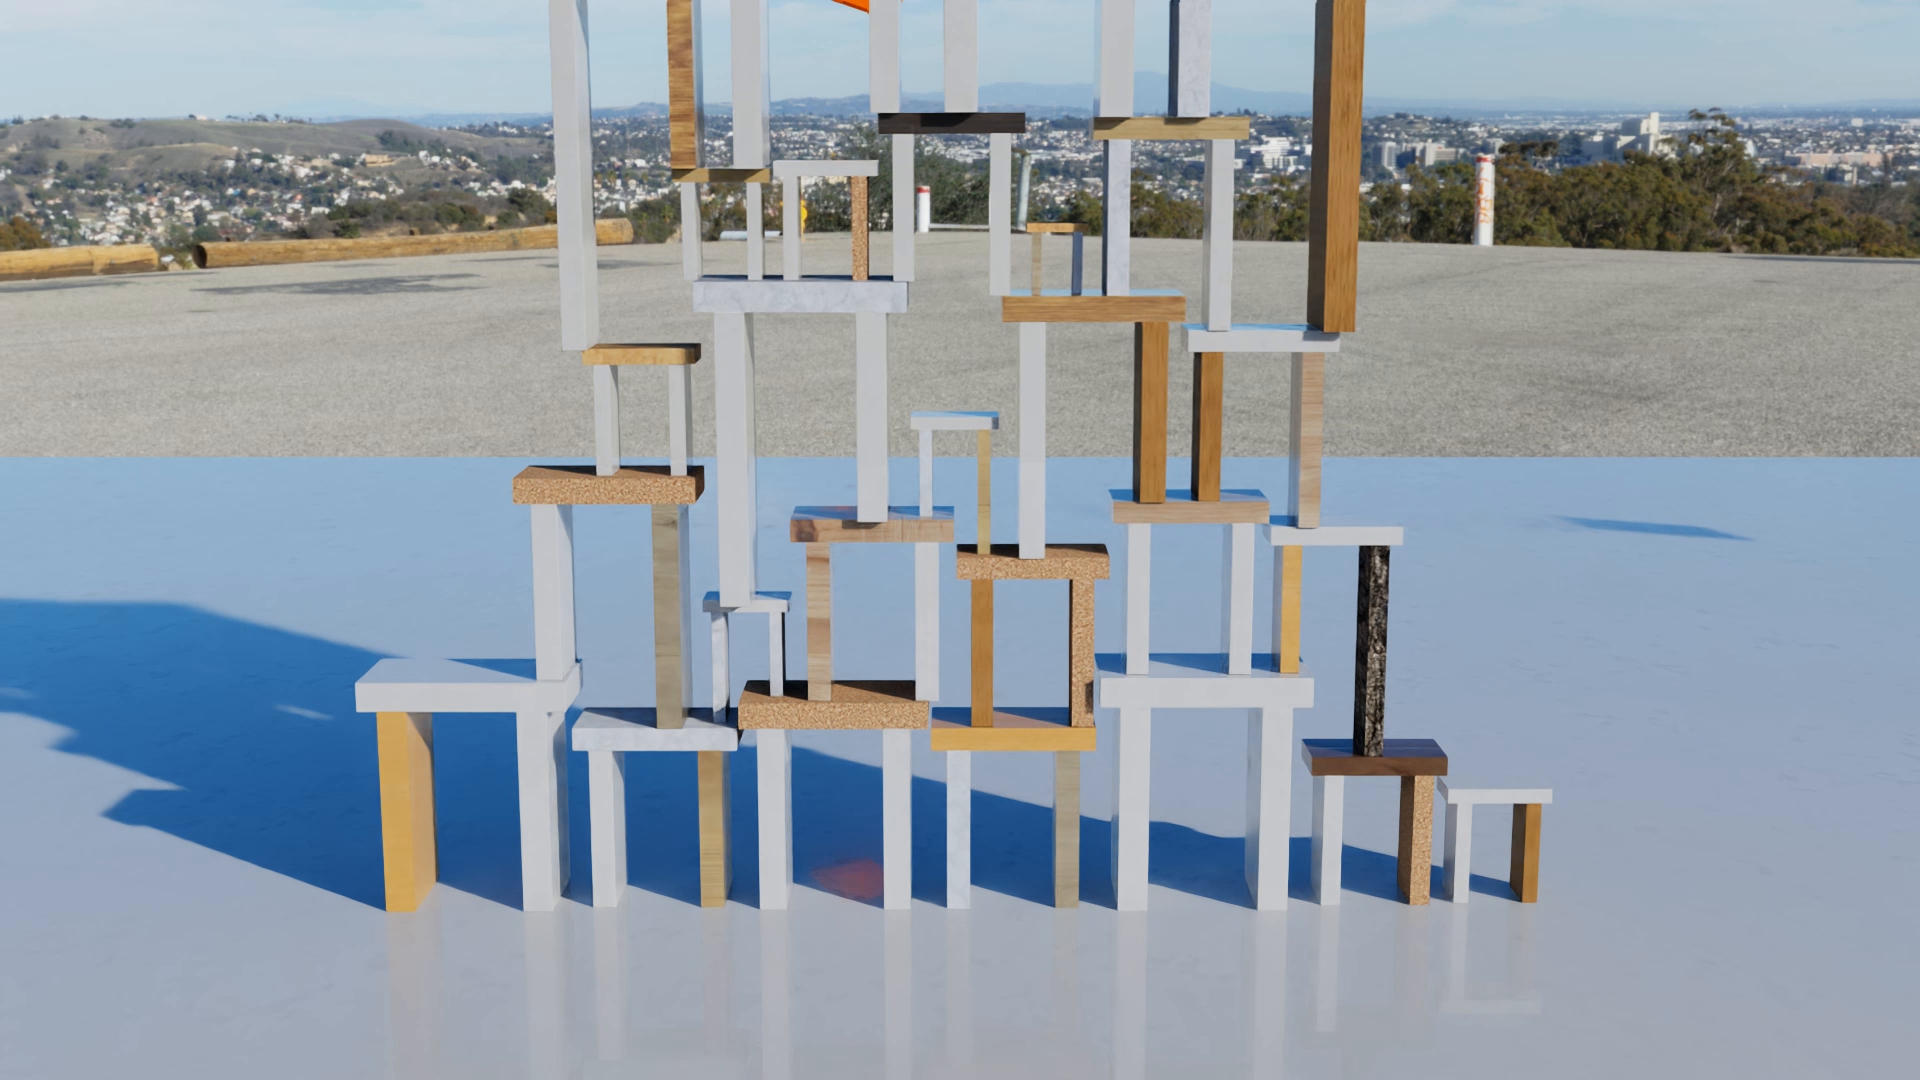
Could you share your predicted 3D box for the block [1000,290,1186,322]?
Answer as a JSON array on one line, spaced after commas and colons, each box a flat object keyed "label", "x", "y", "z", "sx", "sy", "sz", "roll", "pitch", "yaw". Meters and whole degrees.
[{"label": "block", "x": 0.208, "y": -0.373, "z": 3.493, "sx": 0.285, "sy": 0.040, "sz": 0.143, "roll": 0, "pitch": 11, "yaw": 0}]

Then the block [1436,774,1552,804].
[{"label": "block", "x": 0.882, "y": 0.411, "z": 3.634, "sx": 0.170, "sy": 0.024, "sz": 0.085, "roll": 0, "pitch": 11, "yaw": 0}]

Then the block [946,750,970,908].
[{"label": "block", "x": -0.002, "y": 0.459, "z": 3.642, "sx": 0.038, "sy": 0.266, "sz": 0.133, "roll": 0, "pitch": 11, "yaw": 0}]

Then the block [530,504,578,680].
[{"label": "block", "x": -0.659, "y": 0.071, "z": 3.576, "sx": 0.041, "sy": 0.287, "sz": 0.144, "roll": 0, "pitch": 11, "yaw": 0}]

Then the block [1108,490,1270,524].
[{"label": "block", "x": 0.367, "y": -0.055, "z": 3.551, "sx": 0.247, "sy": 0.035, "sz": 0.124, "roll": 0, "pitch": 11, "yaw": 0}]

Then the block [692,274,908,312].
[{"label": "block", "x": -0.248, "y": -0.391, "z": 3.486, "sx": 0.330, "sy": 0.047, "sz": 0.165, "roll": 0, "pitch": 11, "yaw": 0}]

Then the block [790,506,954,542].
[{"label": "block", "x": -0.140, "y": -0.026, "z": 3.559, "sx": 0.260, "sy": 0.037, "sz": 0.130, "roll": 0, "pitch": 11, "yaw": 0}]

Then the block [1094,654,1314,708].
[{"label": "block", "x": 0.396, "y": 0.229, "z": 3.606, "sx": 0.342, "sy": 0.048, "sz": 0.171, "roll": 0, "pitch": 11, "yaw": 0}]

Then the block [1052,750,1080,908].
[{"label": "block", "x": 0.175, "y": 0.459, "z": 3.642, "sx": 0.038, "sy": 0.266, "sz": 0.133, "roll": 0, "pitch": 11, "yaw": 0}]

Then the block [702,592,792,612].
[{"label": "block", "x": -0.345, "y": 0.100, "z": 3.581, "sx": 0.140, "sy": 0.020, "sz": 0.070, "roll": 0, "pitch": 11, "yaw": 0}]

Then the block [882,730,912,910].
[{"label": "block", "x": -0.103, "y": 0.440, "z": 3.641, "sx": 0.043, "sy": 0.304, "sz": 0.152, "roll": 0, "pitch": 11, "yaw": 0}]

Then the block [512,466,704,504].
[{"label": "block", "x": -0.564, "y": -0.090, "z": 3.546, "sx": 0.287, "sy": 0.041, "sz": 0.144, "roll": 0, "pitch": 11, "yaw": 0}]

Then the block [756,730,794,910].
[{"label": "block", "x": -0.305, "y": 0.440, "z": 3.641, "sx": 0.043, "sy": 0.304, "sz": 0.152, "roll": 0, "pitch": 11, "yaw": 0}]

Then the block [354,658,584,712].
[{"label": "block", "x": -0.799, "y": 0.237, "z": 3.601, "sx": 0.336, "sy": 0.048, "sz": 0.168, "roll": 0, "pitch": 11, "yaw": 0}]

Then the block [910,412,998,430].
[{"label": "block", "x": -0.008, "y": -0.192, "z": 3.528, "sx": 0.140, "sy": 0.020, "sz": 0.070, "roll": 0, "pitch": 11, "yaw": 0}]

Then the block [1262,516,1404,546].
[{"label": "block", "x": 0.601, "y": -0.016, "z": 3.559, "sx": 0.211, "sy": 0.030, "sz": 0.105, "roll": 0, "pitch": 11, "yaw": 0}]

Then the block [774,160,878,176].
[{"label": "block", "x": -0.209, "y": -0.583, "z": 3.449, "sx": 0.161, "sy": 0.023, "sz": 0.081, "roll": 0, "pitch": 11, "yaw": -1}]

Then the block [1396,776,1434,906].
[{"label": "block", "x": 0.755, "y": 0.482, "z": 3.649, "sx": 0.031, "sy": 0.221, "sz": 0.110, "roll": 0, "pitch": 11, "yaw": 0}]

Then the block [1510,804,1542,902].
[{"label": "block", "x": 0.939, "y": 0.507, "z": 3.652, "sx": 0.024, "sy": 0.170, "sz": 0.085, "roll": 0, "pitch": 11, "yaw": 0}]

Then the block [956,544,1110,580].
[{"label": "block", "x": 0.117, "y": 0.034, "z": 3.565, "sx": 0.244, "sy": 0.035, "sz": 0.122, "roll": 0, "pitch": 11, "yaw": 0}]

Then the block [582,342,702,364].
[{"label": "block", "x": -0.507, "y": -0.297, "z": 3.510, "sx": 0.177, "sy": 0.025, "sz": 0.089, "roll": 0, "pitch": 11, "yaw": 0}]

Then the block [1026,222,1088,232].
[{"label": "block", "x": 0.153, "y": -0.494, "z": 3.470, "sx": 0.096, "sy": 0.014, "sz": 0.048, "roll": 0, "pitch": 11, "yaw": 0}]

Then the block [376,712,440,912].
[{"label": "block", "x": -0.911, "y": 0.425, "z": 3.636, "sx": 0.048, "sy": 0.336, "sz": 0.168, "roll": 0, "pitch": 11, "yaw": 0}]

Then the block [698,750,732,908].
[{"label": "block", "x": -0.405, "y": 0.459, "z": 3.645, "sx": 0.038, "sy": 0.266, "sz": 0.133, "roll": 0, "pitch": 11, "yaw": 0}]

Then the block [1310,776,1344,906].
[{"label": "block", "x": 0.608, "y": 0.482, "z": 3.649, "sx": 0.031, "sy": 0.221, "sz": 0.110, "roll": 0, "pitch": 11, "yaw": 0}]

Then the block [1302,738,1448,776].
[{"label": "block", "x": 0.682, "y": 0.358, "z": 3.626, "sx": 0.221, "sy": 0.031, "sz": 0.110, "roll": 0, "pitch": 11, "yaw": 0}]

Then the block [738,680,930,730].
[{"label": "block", "x": -0.204, "y": 0.270, "z": 3.610, "sx": 0.304, "sy": 0.043, "sz": 0.152, "roll": 0, "pitch": 11, "yaw": 0}]

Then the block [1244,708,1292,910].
[{"label": "block", "x": 0.510, "y": 0.421, "z": 3.642, "sx": 0.048, "sy": 0.342, "sz": 0.171, "roll": 0, "pitch": 11, "yaw": 0}]

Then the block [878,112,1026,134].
[{"label": "block", "x": -0.013, "y": -0.651, "z": 3.433, "sx": 0.226, "sy": 0.032, "sz": 0.113, "roll": 0, "pitch": 11, "yaw": 0}]

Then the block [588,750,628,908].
[{"label": "block", "x": -0.582, "y": 0.459, "z": 3.645, "sx": 0.038, "sy": 0.266, "sz": 0.133, "roll": 0, "pitch": 11, "yaw": 0}]

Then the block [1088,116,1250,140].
[{"label": "block", "x": 0.325, "y": -0.644, "z": 3.437, "sx": 0.239, "sy": 0.034, "sz": 0.120, "roll": 0, "pitch": 11, "yaw": 0}]

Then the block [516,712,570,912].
[{"label": "block", "x": -0.687, "y": 0.425, "z": 3.636, "sx": 0.048, "sy": 0.336, "sz": 0.168, "roll": 0, "pitch": 11, "yaw": 0}]

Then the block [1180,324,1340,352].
[{"label": "block", "x": 0.476, "y": -0.322, "z": 3.501, "sx": 0.238, "sy": 0.034, "sz": 0.119, "roll": 0, "pitch": 11, "yaw": 0}]

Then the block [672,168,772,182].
[{"label": "block", "x": -0.372, "y": -0.573, "z": 3.451, "sx": 0.151, "sy": 0.021, "sz": 0.076, "roll": 0, "pitch": 11, "yaw": -1}]

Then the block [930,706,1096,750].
[{"label": "block", "x": 0.087, "y": 0.310, "z": 3.615, "sx": 0.266, "sy": 0.038, "sz": 0.133, "roll": 0, "pitch": 11, "yaw": 0}]

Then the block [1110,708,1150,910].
[{"label": "block", "x": 0.282, "y": 0.421, "z": 3.642, "sx": 0.048, "sy": 0.342, "sz": 0.171, "roll": 0, "pitch": 11, "yaw": 0}]

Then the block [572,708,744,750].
[{"label": "block", "x": -0.494, "y": 0.310, "z": 3.617, "sx": 0.266, "sy": 0.038, "sz": 0.133, "roll": 0, "pitch": 11, "yaw": 0}]

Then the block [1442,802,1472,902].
[{"label": "block", "x": 0.825, "y": 0.507, "z": 3.652, "sx": 0.024, "sy": 0.170, "sz": 0.085, "roll": 0, "pitch": 11, "yaw": 0}]
